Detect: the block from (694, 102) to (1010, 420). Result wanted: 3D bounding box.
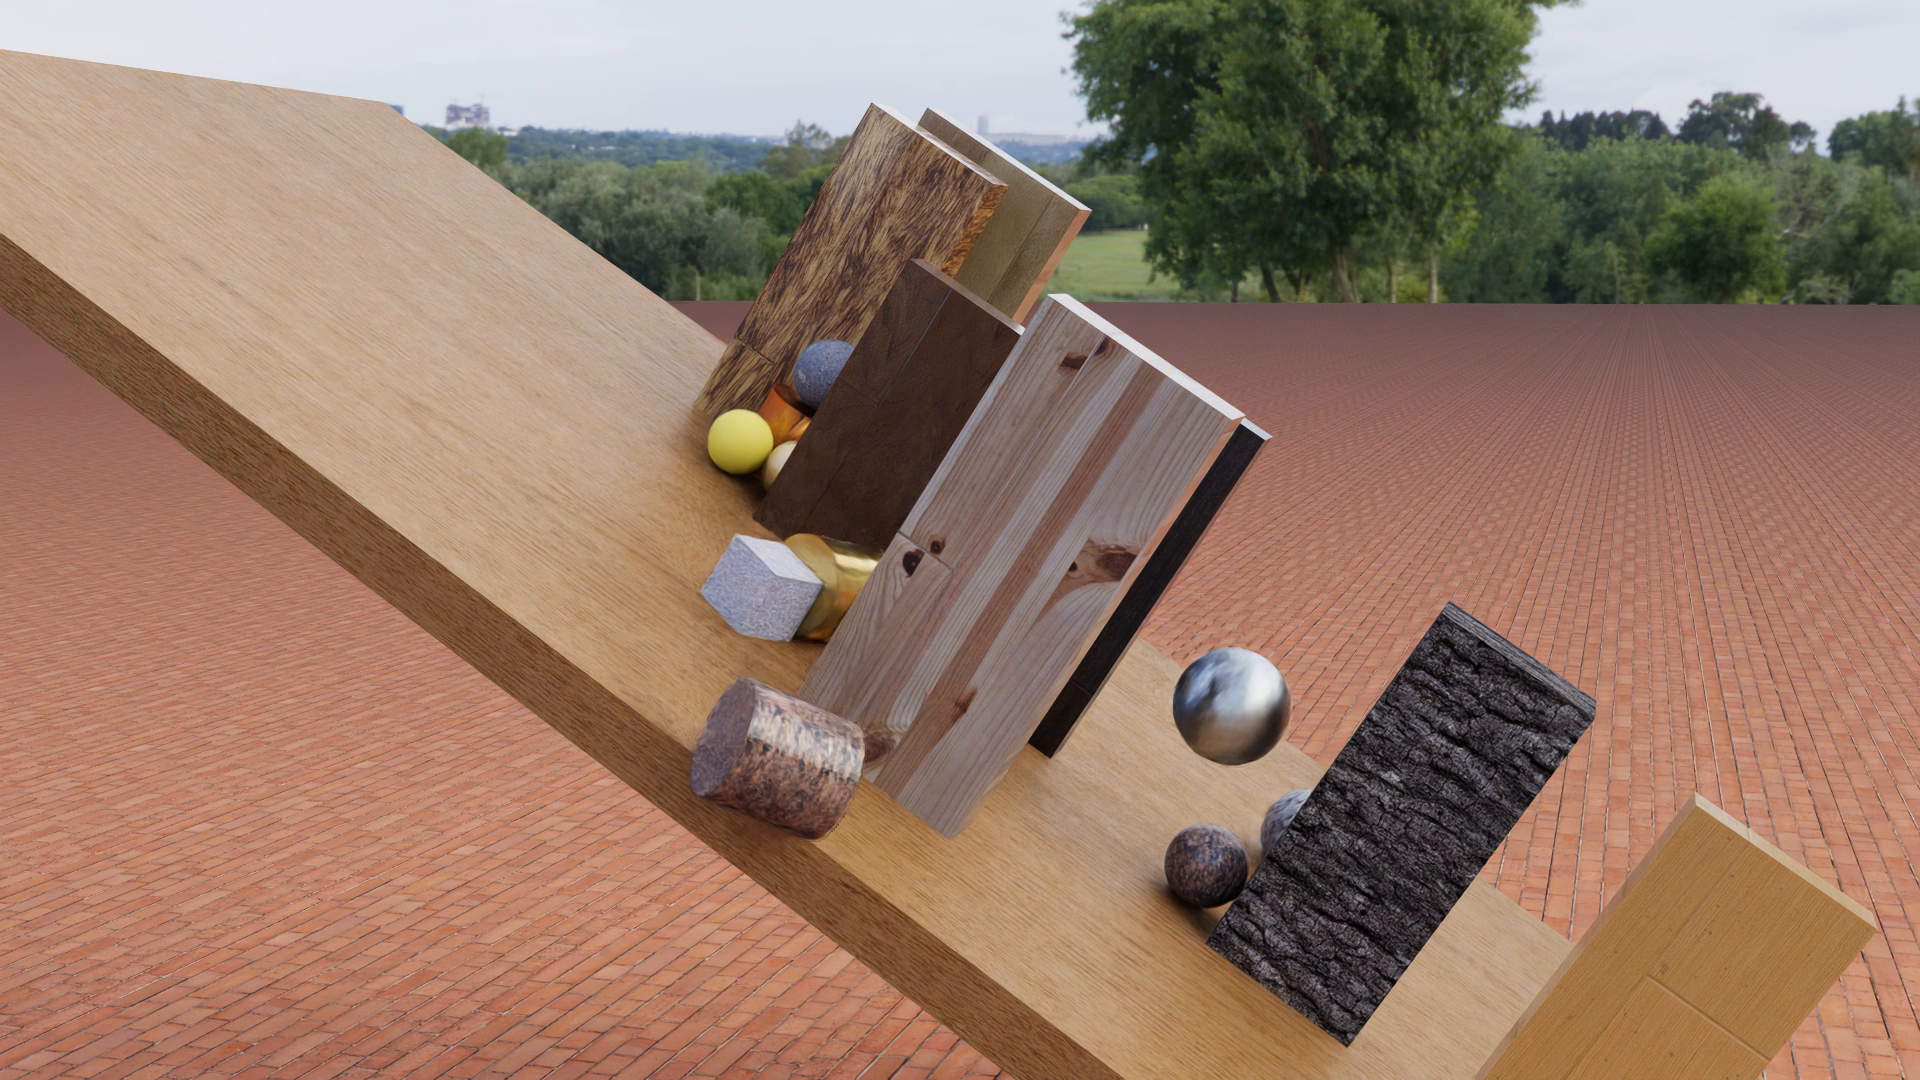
[{"bbox_3d":[-0.230,-0.503,4.557,0.305,0.736,0.119,35,15,10],"label":"block"}]

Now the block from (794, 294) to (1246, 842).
[{"bbox_3d":[0.074,0.044,3.359,0.330,0.781,0.115,35,15,10],"label":"block"}]

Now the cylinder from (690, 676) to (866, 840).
[{"bbox_3d":[-0.253,0.304,3.054,0.176,0.176,0.176,26,-4,-23],"label":"cylinder"}]

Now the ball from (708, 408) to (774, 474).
[{"bbox_3d":[-0.435,-0.194,4.345,0.130,0.130,0.130,0,7,0],"label":"ball"}]

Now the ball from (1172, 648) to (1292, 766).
[{"bbox_3d":[0.449,0.275,3.636,0.195,0.195,0.195,0,7,0],"label":"ball"}]

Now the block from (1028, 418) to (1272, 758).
[{"bbox_3d":[0.240,0.025,3.923,0.287,0.694,0.082,35,15,10],"label":"block"}]

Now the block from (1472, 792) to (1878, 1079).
[{"bbox_3d":[0.933,0.724,3.077,0.280,0.715,0.083,35,15,10],"label":"block"}]

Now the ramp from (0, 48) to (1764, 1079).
[{"bbox_3d":[-0.130,0.219,4.101,4.000,0.100,2.000,35,15,10],"label":"ramp"}]

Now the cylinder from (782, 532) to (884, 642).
[{"bbox_3d":[-0.218,0.089,3.799,0.178,0.178,0.178,6,-5,39],"label":"cylinder"}]

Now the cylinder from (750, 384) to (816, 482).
[{"bbox_3d":[-0.351,-0.205,4.479,0.165,0.165,0.165,30,15,-9],"label":"cylinder"}]

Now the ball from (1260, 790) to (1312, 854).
[{"bbox_3d":[0.647,0.551,4.096,0.171,0.171,0.171,0,7,0],"label":"ball"}]

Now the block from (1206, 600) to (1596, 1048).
[{"bbox_3d":[0.707,0.458,3.547,0.279,0.670,0.144,35,15,10],"label":"block"}]

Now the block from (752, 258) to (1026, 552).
[{"bbox_3d":[-0.097,-0.188,4.129,0.338,0.584,0.087,35,15,10],"label":"block"}]

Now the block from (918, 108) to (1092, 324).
[{"bbox_3d":[-0.092,-0.500,4.775,0.399,0.762,0.105,35,15,10],"label":"block"}]

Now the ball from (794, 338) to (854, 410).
[{"bbox_3d":[-0.261,-0.331,4.445,0.151,0.151,0.151,0,7,0],"label":"ball"}]

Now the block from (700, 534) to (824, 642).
[{"bbox_3d":[-0.332,0.082,3.698,0.122,0.122,0.122,13,24,-51],"label":"block"}]

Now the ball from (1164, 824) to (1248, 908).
[{"bbox_3d":[0.414,0.548,3.694,0.142,0.142,0.142,0,7,0],"label":"ball"}]

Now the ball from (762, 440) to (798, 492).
[{"bbox_3d":[-0.318,-0.125,4.326,0.144,0.144,0.144,0,7,0],"label":"ball"}]
